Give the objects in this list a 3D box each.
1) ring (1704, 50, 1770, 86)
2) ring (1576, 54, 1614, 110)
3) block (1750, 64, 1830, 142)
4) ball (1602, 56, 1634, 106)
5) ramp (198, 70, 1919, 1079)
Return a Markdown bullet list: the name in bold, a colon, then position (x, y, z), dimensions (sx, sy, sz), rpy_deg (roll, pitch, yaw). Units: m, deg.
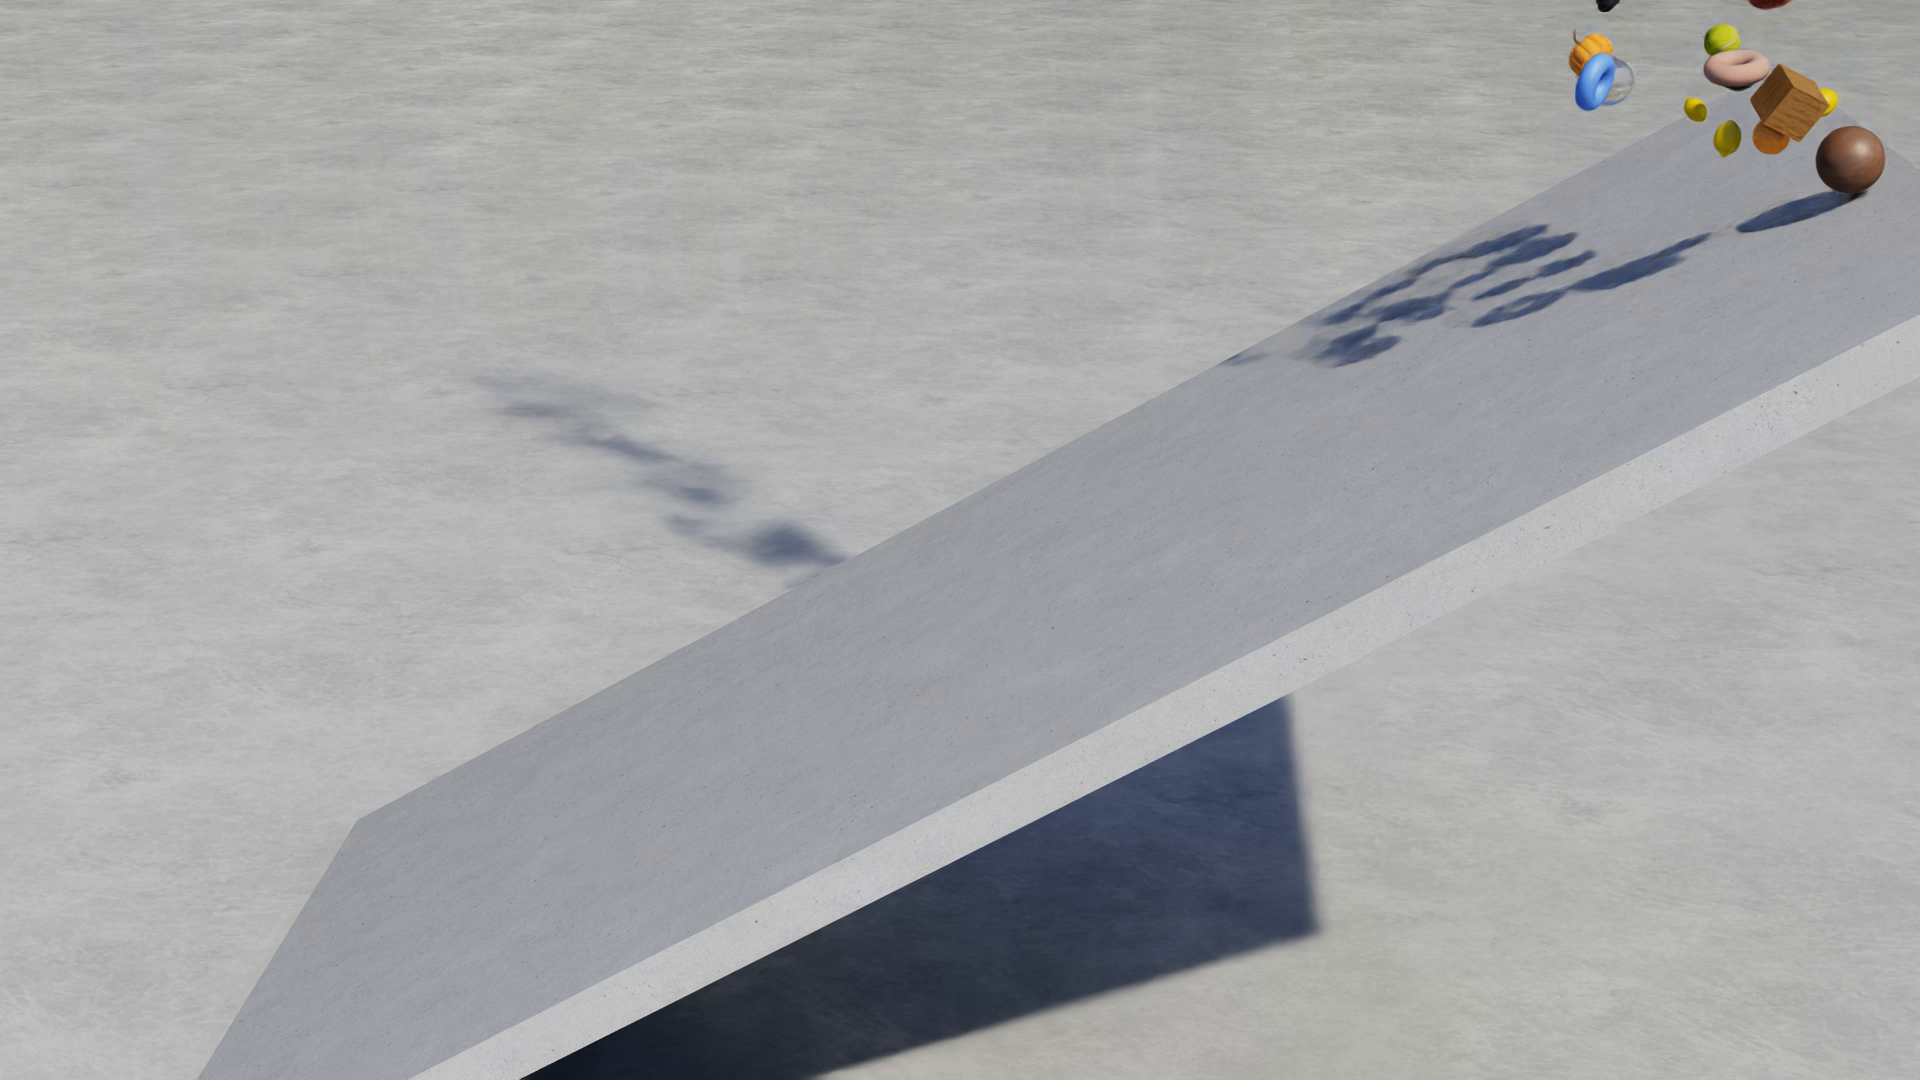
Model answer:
- **ring**: position (1.466, -0.891, 5.552), dimensions (0.122, 0.041, 0.122), rpy_deg (-7, 29, 4)
- **ring**: position (1.242, -0.895, 5.749), dimensions (0.039, 0.116, 0.116), rpy_deg (27, 29, 28)
- **block**: position (1.569, -0.827, 5.565), dimensions (0.090, 0.090, 0.090), rpy_deg (21, 33, -22)
- **ball**: position (1.316, -0.931, 5.967), dimensions (0.100, 0.100, 0.100), rpy_deg (0, 18, 0)
- **ramp**: position (0.142, 0.168, 6.284), dimensions (4.000, 0.100, 2.000), rpy_deg (-28, 15, 12)
